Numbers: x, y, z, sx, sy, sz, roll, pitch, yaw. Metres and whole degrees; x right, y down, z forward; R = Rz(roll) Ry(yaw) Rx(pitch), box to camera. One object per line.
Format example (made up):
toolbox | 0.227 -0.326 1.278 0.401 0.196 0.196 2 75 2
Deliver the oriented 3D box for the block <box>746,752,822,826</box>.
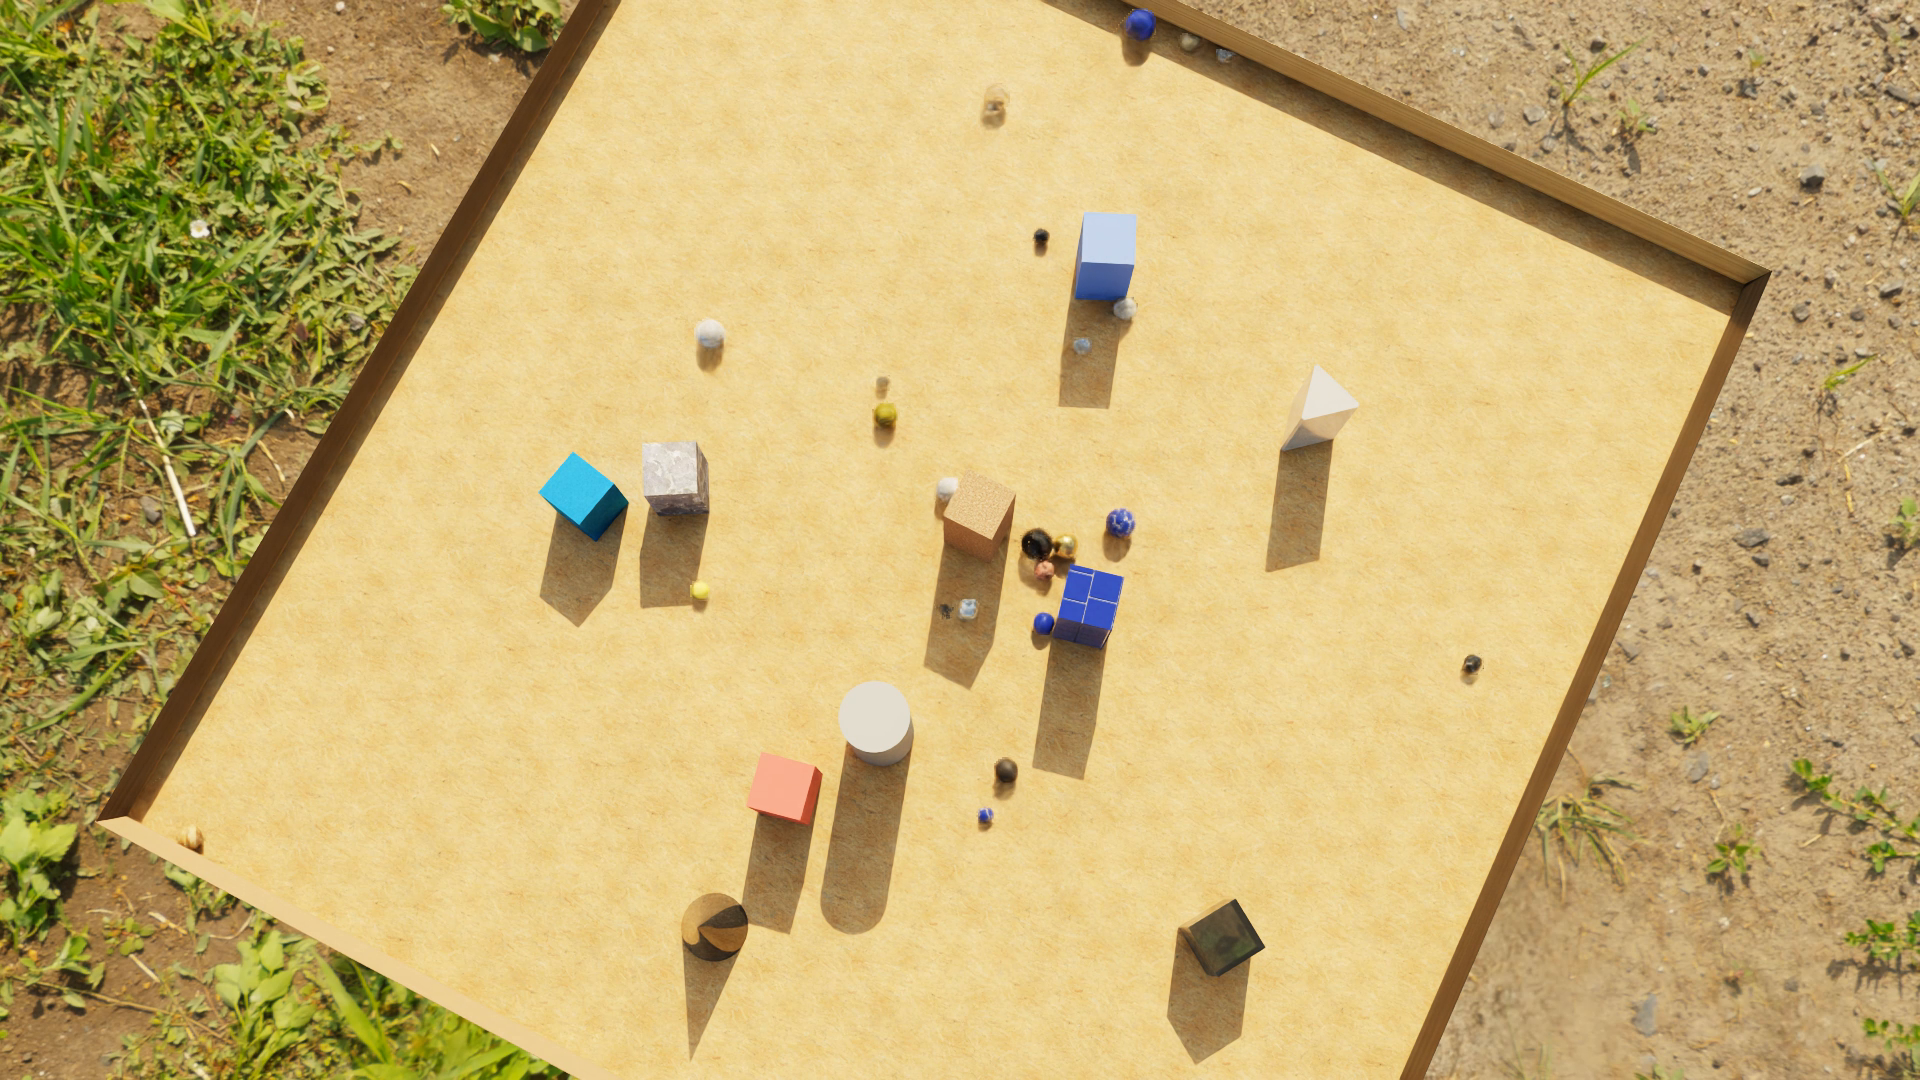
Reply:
block | -0.506 0.724 5.313 0.158 0.301 0.158 14 79 3

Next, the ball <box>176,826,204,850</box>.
ball | -2.269 0.877 5.398 0.072 0.072 0.072 0 78 0

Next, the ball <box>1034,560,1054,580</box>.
ball | 0.258 0.093 5.567 0.060 0.060 0.060 0 78 0

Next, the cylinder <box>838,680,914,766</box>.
cylinder | -0.236 0.533 5.268 0.197 0.466 0.197 0 78 0

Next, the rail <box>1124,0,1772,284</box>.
rail | 0.828 -1.616 5.884 3.736 0.128 0.045 26 80 5

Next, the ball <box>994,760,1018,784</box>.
ball | 0.139 0.686 5.439 0.070 0.070 0.070 0 78 0

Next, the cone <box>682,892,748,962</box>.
cone | -0.720 1.099 5.202 0.197 0.366 0.197 0 78 0

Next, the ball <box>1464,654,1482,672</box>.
ball | 1.542 0.370 5.512 0.055 0.055 0.055 0 78 0

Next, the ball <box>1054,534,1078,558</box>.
ball | 0.321 0.019 5.574 0.075 0.075 0.075 0 78 0

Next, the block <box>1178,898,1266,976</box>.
block | 0.749 1.139 5.257 0.158 0.243 0.158 -30 80 -6

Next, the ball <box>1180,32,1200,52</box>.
ball | 0.743 -1.607 5.917 0.063 0.063 0.063 0 78 0

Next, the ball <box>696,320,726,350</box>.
ball | -0.775 -0.640 5.703 0.092 0.092 0.092 0 78 0

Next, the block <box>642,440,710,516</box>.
block | -0.852 -0.183 5.515 0.158 0.273 0.158 -3 78 -1

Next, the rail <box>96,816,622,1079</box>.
rail | -0.828 1.629 5.213 3.736 0.128 0.045 26 80 5

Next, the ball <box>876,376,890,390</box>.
ball | -0.241 -0.489 5.696 0.043 0.043 0.043 0 78 0

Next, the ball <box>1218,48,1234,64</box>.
ball | 0.856 -1.564 5.915 0.050 0.050 0.050 0 78 0

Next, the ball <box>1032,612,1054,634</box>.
ball | 0.253 0.249 5.531 0.066 0.066 0.066 0 78 0

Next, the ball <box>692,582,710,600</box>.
ball | -0.787 0.153 5.557 0.054 0.054 0.054 0 78 0

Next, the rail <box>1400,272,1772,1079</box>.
rail | 1.649 0.814 5.381 0.045 0.128 3.752 26 80 5

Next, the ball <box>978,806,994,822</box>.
ball | 0.078 0.813 5.425 0.045 0.045 0.045 0 78 0

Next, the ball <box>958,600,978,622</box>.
ball | 0.024 0.213 5.539 0.065 0.065 0.065 0 78 0

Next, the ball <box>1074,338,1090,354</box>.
ball | 0.380 -0.605 5.715 0.053 0.053 0.053 0 78 0

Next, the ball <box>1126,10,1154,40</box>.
ball | 0.580 -1.659 5.909 0.096 0.096 0.096 0 78 0

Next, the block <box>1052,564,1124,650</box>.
block | 0.373 0.200 5.384 0.158 0.374 0.158 14 79 3

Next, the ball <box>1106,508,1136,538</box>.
ball | 0.488 -0.051 5.581 0.091 0.091 0.091 0 78 0

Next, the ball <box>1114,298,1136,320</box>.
ball | 0.514 -0.724 5.731 0.070 0.070 0.070 0 78 0

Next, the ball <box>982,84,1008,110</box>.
ball | 0.113 -1.417 5.870 0.079 0.079 0.079 0 78 0

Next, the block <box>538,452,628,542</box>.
block | -1.129 -0.128 5.514 0.158 0.254 0.158 37 81 7

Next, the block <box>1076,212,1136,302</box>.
block | 0.445 -0.866 5.626 0.158 0.333 0.158 3 78 1

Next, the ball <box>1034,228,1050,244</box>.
ball | 0.259 -0.960 5.790 0.050 0.050 0.050 0 78 0

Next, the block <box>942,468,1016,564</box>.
block | 0.056 -0.067 5.443 0.158 0.367 0.158 26 80 5

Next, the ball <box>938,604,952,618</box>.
ball | -0.047 0.215 5.551 0.041 0.041 0.041 0 78 0

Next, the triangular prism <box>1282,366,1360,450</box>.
triangular prism | 1.059 -0.405 5.515 0.171 0.364 0.148 -14 79 -3

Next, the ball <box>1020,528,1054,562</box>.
ball | 0.234 0.015 5.563 0.099 0.099 0.099 0 78 0

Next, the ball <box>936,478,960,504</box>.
ball | -0.034 -0.152 5.608 0.078 0.078 0.078 0 78 0

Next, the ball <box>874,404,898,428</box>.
ball | -0.230 -0.383 5.657 0.076 0.076 0.076 0 78 0

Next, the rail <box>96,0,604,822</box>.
rail | -1.649 -0.801 5.716 0.045 0.128 3.752 26 80 5
